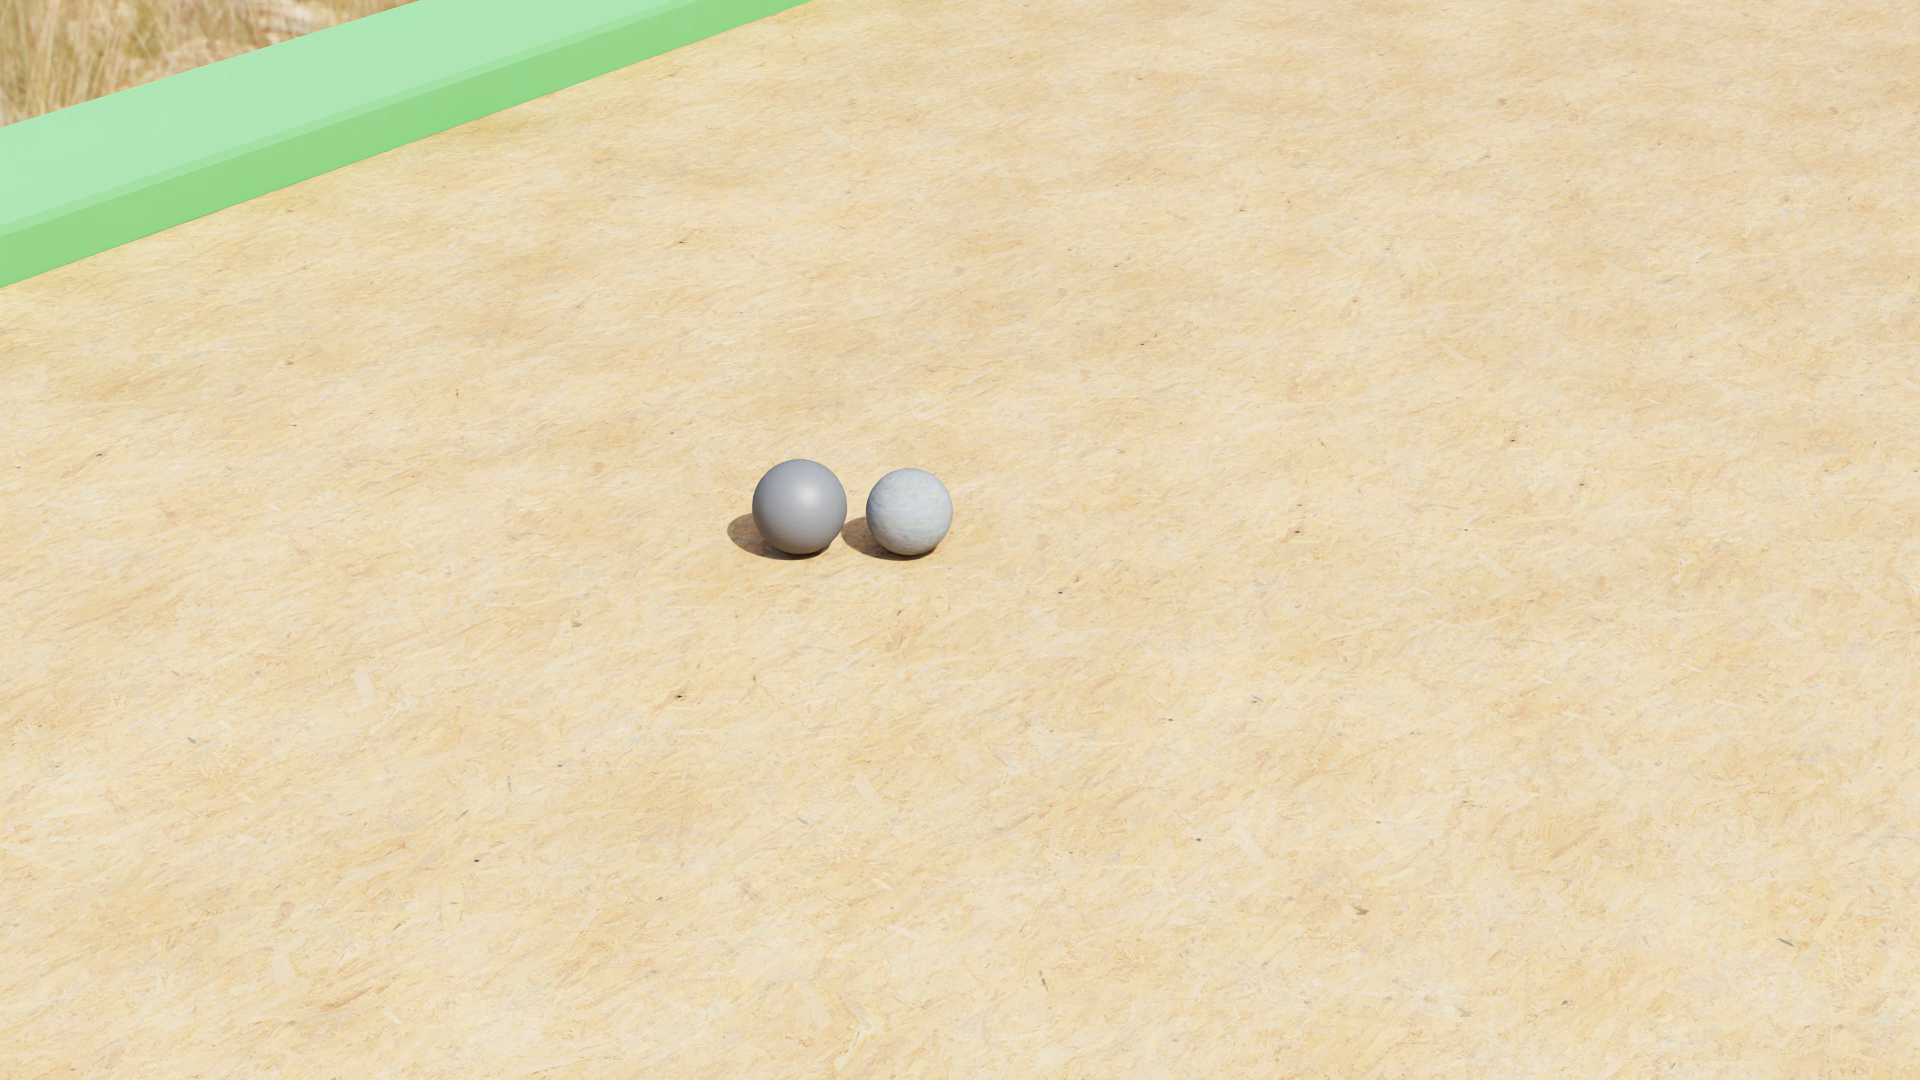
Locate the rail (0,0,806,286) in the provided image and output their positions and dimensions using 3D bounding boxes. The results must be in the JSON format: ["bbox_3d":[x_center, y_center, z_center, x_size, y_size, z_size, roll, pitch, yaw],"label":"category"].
[{"bbox_3d":[-0.233,-0.566,2.958,0.045,0.124,3.639,16,30,31],"label":"rail"}]

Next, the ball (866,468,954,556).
[{"bbox_3d":[-0.032,-0.018,1.874,0.056,0.056,0.056,0,25,0],"label":"ball"}]

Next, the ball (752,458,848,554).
[{"bbox_3d":[-0.102,-0.021,1.875,0.061,0.061,0.061,0,25,0],"label":"ball"}]
